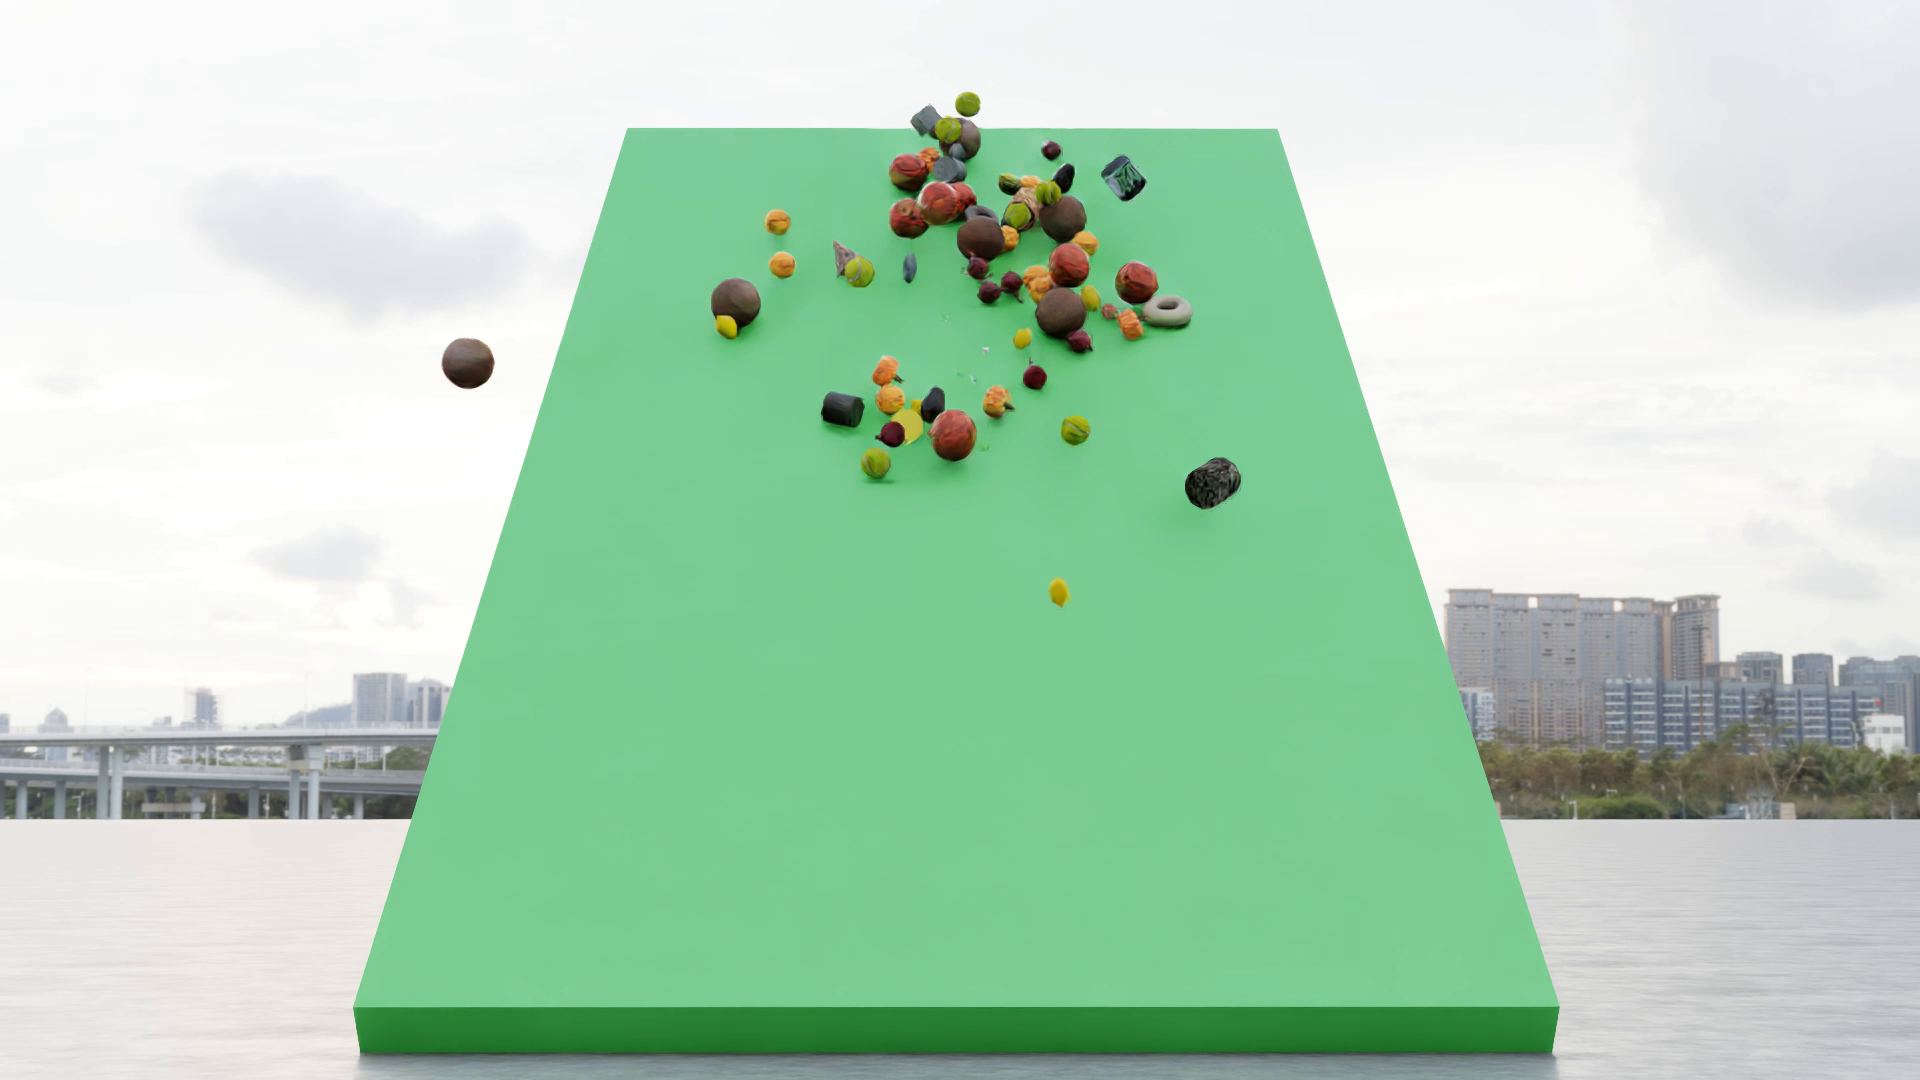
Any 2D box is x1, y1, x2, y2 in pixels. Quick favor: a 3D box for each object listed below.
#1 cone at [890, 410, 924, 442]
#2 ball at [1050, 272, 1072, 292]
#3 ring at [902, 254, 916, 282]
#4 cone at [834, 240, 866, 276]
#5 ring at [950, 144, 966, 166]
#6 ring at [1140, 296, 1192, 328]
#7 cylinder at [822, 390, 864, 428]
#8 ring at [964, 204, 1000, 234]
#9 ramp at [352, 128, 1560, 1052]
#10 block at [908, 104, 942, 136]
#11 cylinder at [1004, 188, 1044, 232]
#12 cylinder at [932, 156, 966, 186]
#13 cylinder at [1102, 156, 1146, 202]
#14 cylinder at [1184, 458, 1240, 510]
[{"bbox_3d":[-0.121,-0.271,5.744,0.080,0.080,0.080,-1,4,7],"label":"cone"},{"bbox_3d":[0.267,-0.682,6.421,0.055,0.055,0.055,0,-6,0],"label":"ball"},{"bbox_3d":[-0.133,-0.720,6.422,0.026,0.079,0.079,4,-7,-13],"label":"ring"},{"bbox_3d":[-0.315,-0.767,6.485,0.091,0.091,0.091,-33,-2,-1],"label":"cone"},{"bbox_3d":[-0.008,-1.105,7.078,0.035,0.104,0.104,1,-6,14],"label":"ring"},{"bbox_3d":[0.535,-0.593,6.282,0.136,0.045,0.136,0,32,0],"label":"ring"},{"bbox_3d":[-0.278,-0.310,5.768,0.075,0.075,0.075,17,-1,18],"label":"cylinder"},{"bbox_3d":[0.060,-0.880,6.663,0.104,0.104,0.035,3,-43,-28],"label":"ring"},{"bbox_3d":[-0.014,-0.204,5.764,2.000,0.100,4.000,0,31,0],"label":"ramp"},{"bbox_3d":[-0.100,-1.232,7.117,0.060,0.060,0.060,-41,6,-22],"label":"block"},{"bbox_3d":[0.181,-0.926,6.788,0.091,0.091,0.091,-3,33,25],"label":"cylinder"},{"bbox_3d":[-0.029,-1.059,6.967,0.076,0.076,0.076,-2,-1,21],"label":"cylinder"},{"bbox_3d":[0.451,-0.997,6.693,0.090,0.090,0.090,-8,-47,50],"label":"cylinder"},{"bbox_3d":[0.554,-0.124,5.321,0.092,0.092,0.092,-4,15,33],"label":"cylinder"}]
